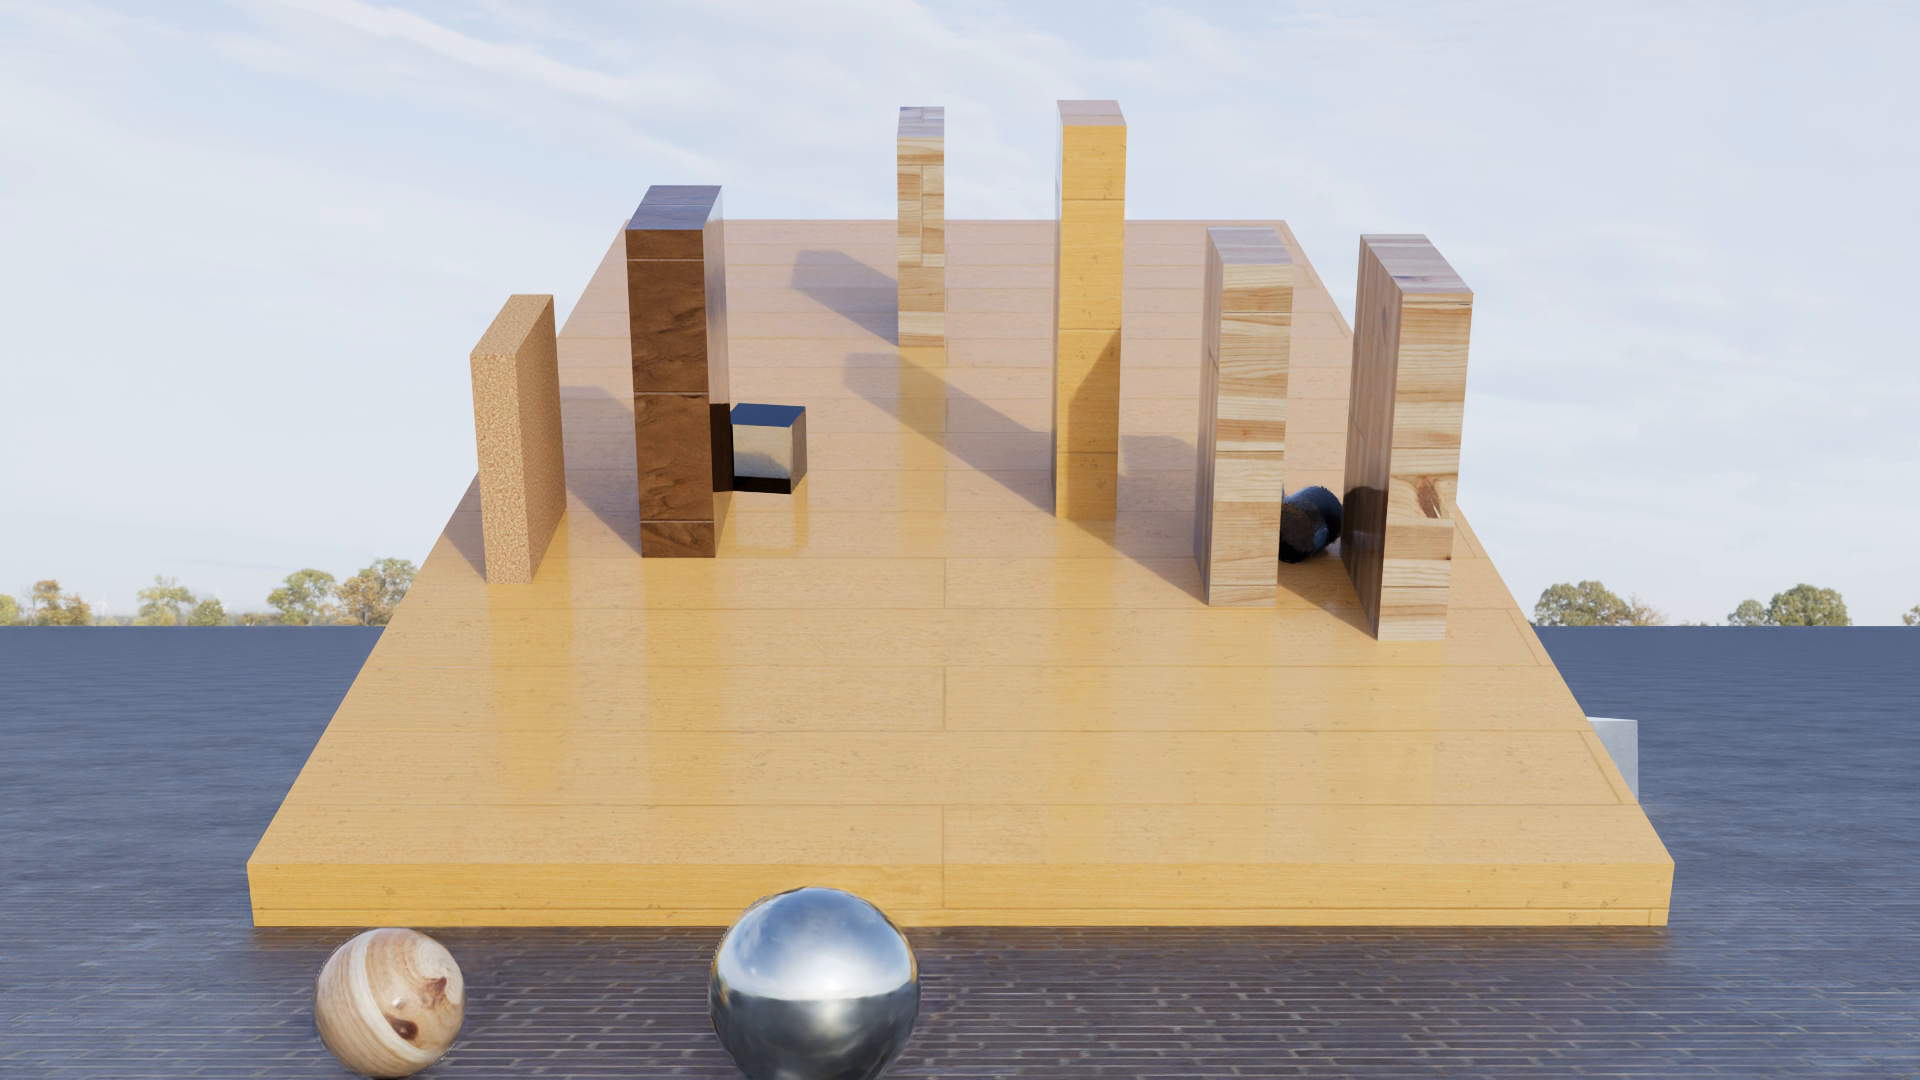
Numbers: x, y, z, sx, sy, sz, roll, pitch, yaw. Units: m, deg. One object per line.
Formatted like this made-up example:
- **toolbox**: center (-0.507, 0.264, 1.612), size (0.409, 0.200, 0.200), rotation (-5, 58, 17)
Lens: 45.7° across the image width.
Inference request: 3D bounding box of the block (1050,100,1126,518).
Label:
- **block**: center (0.248, -0.452, 4.479), size (0.119, 0.775, 0.269), rotation (0, 21, 0)

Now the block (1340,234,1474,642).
- **block**: center (0.776, -0.188, 4.010), size (0.115, 0.616, 0.415), rotation (0, 21, 0)

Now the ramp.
- **ramp**: center (-0.006, -0.214, 5.079), size (2.000, 0.100, 4.000), rotation (0, 21, 0)

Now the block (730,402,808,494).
- **block**: center (-0.401, -0.188, 4.670), size (0.143, 0.143, 0.143), rotation (4, 21, 9)

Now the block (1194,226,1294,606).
- **block**: center (0.503, -0.223, 4.088), size (0.119, 0.625, 0.282), rotation (0, 21, 0)

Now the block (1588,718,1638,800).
- **block**: center (1.484, 0.527, 5.469), size (0.194, 0.194, 0.194), rotation (1, -2, -21)

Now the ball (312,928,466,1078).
- **ball**: center (-0.541, 0.439, 2.165), size (0.141, 0.141, 0.141), rotation (0, -2, 0)

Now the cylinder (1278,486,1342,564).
- **cylinder**: center (0.645, -0.030, 4.295), size (0.117, 0.117, 0.117), rotation (-2, 16, 39)

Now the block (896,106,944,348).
- **block**: center (-0.095, -0.790, 5.717), size (0.113, 0.520, 0.406), rotation (0, 21, 0)

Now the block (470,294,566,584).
- **block**: center (-0.824, -0.197, 4.281), size (0.080, 0.435, 0.415), rotation (0, 21, 0)

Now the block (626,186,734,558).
- **block**: center (-0.529, -0.327, 4.351), size (0.138, 0.628, 0.373), rotation (0, 21, 0)

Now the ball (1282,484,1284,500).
- **ball**: center (0.543, -0.084, 4.378), size (0.160, 0.160, 0.160), rotation (0, -2, 0)

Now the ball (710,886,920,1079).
- **ball**: center (-0.132, 0.410, 2.069), size (0.191, 0.191, 0.191), rotation (0, -2, 0)
